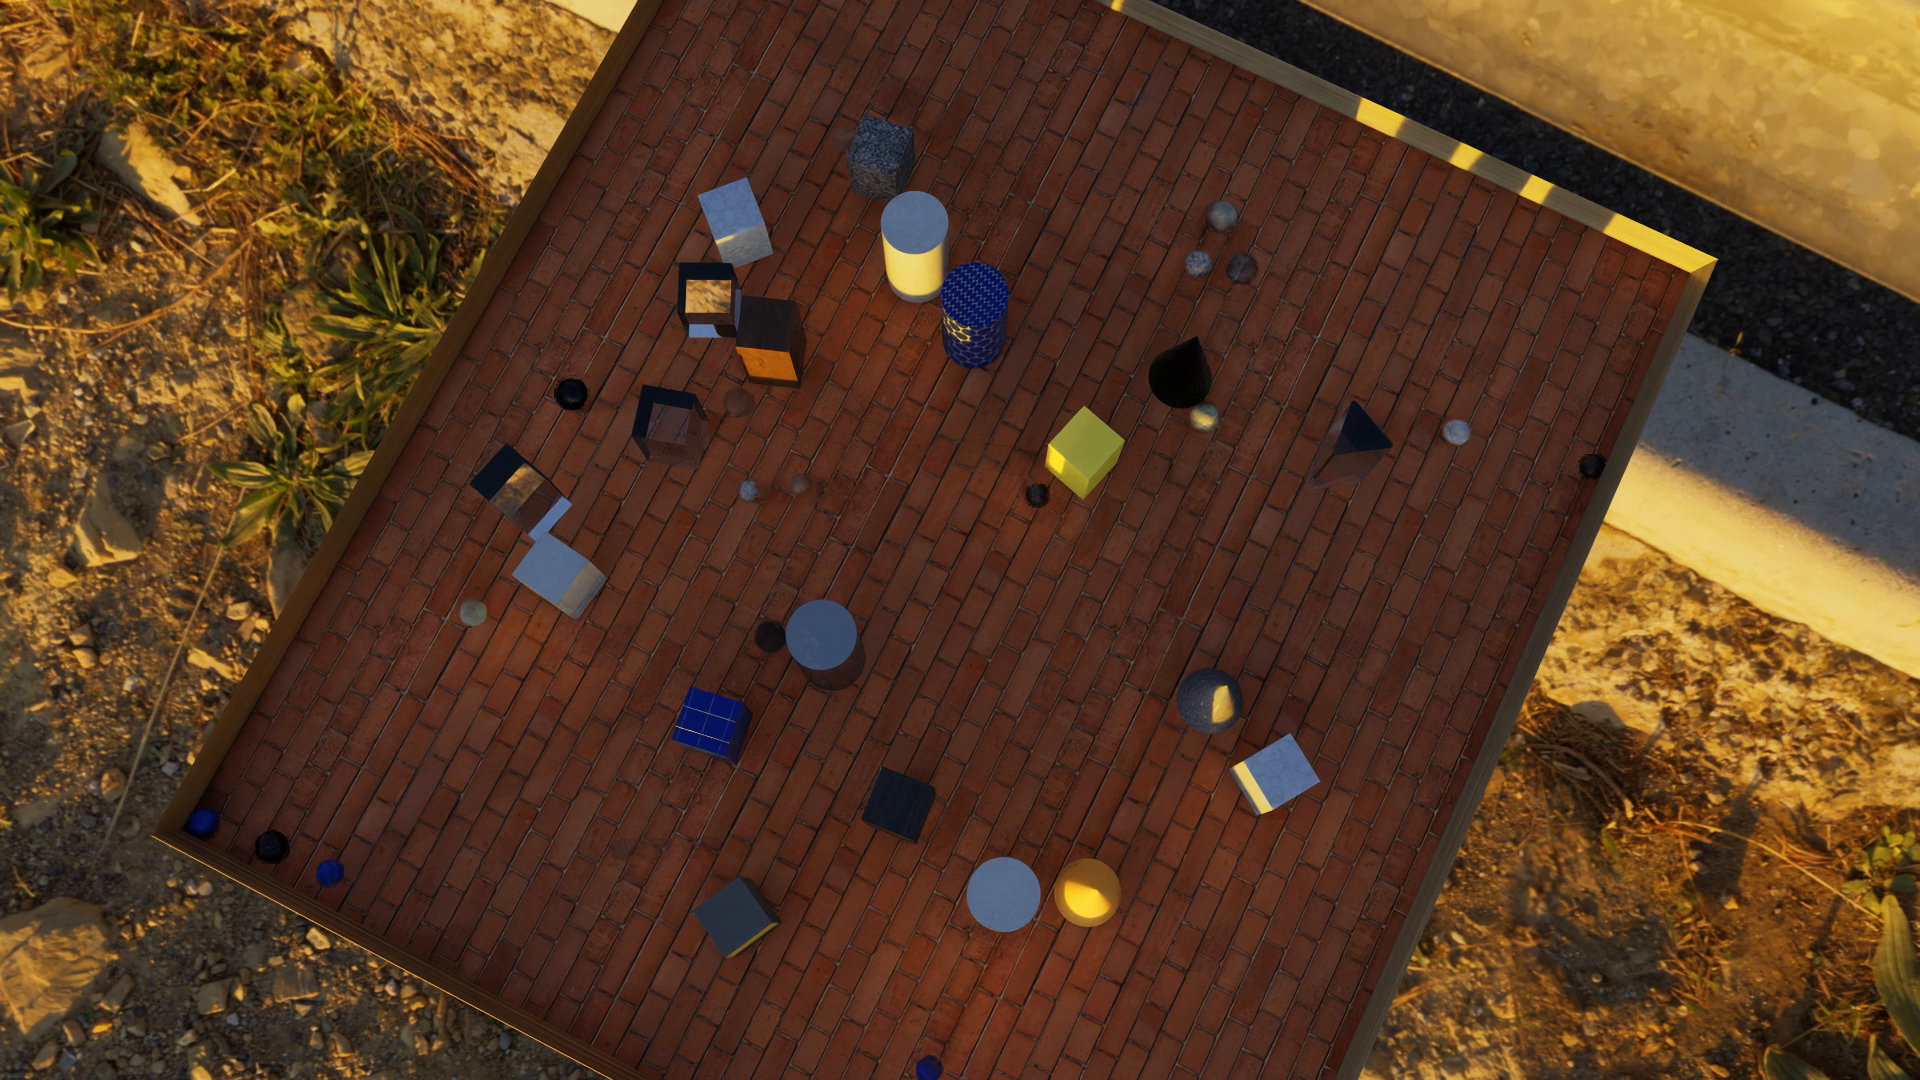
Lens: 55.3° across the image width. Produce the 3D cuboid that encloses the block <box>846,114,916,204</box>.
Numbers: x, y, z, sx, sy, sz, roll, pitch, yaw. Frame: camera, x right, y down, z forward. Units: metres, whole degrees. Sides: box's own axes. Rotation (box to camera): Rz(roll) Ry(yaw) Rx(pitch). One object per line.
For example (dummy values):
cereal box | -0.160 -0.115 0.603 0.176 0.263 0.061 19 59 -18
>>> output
block | -0.245 -1.186 5.735 0.159 0.249 0.159 20 79 4

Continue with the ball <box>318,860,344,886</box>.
ball | -1.846 0.975 5.376 0.075 0.075 0.075 0 78 0

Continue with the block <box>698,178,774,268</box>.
block | -0.694 -0.977 5.684 0.159 0.263 0.159 -21 79 -4

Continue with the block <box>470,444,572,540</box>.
block | -1.304 -0.136 5.463 0.159 0.357 0.159 39 81 7

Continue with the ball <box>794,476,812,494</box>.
ball | -0.484 -0.169 5.623 0.057 0.057 0.057 0 78 0

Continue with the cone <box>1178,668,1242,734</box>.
cone | 0.752 0.447 5.337 0.199 0.366 0.199 0 78 0

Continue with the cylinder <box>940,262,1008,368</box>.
cylinder | 0.044 -0.674 5.547 0.199 0.411 0.199 0 78 0

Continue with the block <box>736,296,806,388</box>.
block | -0.569 -0.596 5.550 0.159 0.372 0.159 6 78 1

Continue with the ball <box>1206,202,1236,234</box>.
ball | 0.823 -1.017 5.776 0.099 0.099 0.099 0 78 0

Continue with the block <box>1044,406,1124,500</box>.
block | 0.373 -0.260 5.532 0.159 0.271 0.159 41 81 8

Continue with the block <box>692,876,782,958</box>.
block | -0.633 1.079 5.241 0.159 0.298 0.159 -36 81 -7

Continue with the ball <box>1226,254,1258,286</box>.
ball | 0.883 -0.847 5.743 0.096 0.096 0.096 0 78 0

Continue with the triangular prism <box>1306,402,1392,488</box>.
triangular prism | 1.141 -0.285 5.457 0.172 0.428 0.149 -8 78 -2

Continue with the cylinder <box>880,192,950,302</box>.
cylinder | -0.133 -0.887 5.583 0.199 0.426 0.199 0 78 0

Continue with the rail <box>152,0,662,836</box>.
rail | -1.502 -0.729 5.701 0.045 0.129 3.673 26 80 5

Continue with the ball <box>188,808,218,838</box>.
ball | -2.230 0.833 5.402 0.083 0.083 0.083 0 78 0

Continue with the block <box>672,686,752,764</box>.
block | -0.721 0.545 5.362 0.159 0.278 0.159 17 79 3

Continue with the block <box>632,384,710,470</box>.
block | -0.871 -0.337 5.531 0.159 0.305 0.159 10 78 2

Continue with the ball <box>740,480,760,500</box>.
ball | -0.643 -0.151 5.617 0.061 0.061 0.061 0 78 0

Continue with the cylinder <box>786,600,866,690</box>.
cylinder | -0.385 0.310 5.313 0.199 0.468 0.199 0 78 0

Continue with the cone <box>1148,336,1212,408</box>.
cone | 0.688 -0.549 5.515 0.199 0.421 0.199 0 78 0

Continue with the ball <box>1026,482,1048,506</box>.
ball | 0.235 -0.140 5.610 0.070 0.070 0.070 0 78 0

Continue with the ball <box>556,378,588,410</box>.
ball | -1.198 -0.453 5.661 0.097 0.097 0.097 0 78 0

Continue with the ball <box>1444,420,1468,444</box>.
ball | 1.528 -0.332 5.646 0.077 0.077 0.077 0 78 0

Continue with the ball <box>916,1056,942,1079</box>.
ball | -0.087 1.519 5.264 0.075 0.075 0.075 0 78 0

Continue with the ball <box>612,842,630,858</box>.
ball | -0.999 0.914 5.403 0.047 0.047 0.047 0 78 0

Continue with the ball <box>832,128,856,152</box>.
ball | -0.369 -1.276 5.844 0.073 0.073 0.073 0 78 0

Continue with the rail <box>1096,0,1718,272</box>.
rail | 0.811 -1.581 5.877 3.406 0.129 0.045 26 80 5

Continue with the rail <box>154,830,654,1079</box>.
rail | -0.811 1.595 5.220 3.406 0.129 0.045 26 80 5

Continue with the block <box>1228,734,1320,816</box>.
block | 0.911 0.684 5.330 0.159 0.283 0.159 -30 80 -6

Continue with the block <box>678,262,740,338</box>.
block | -0.771 -0.737 5.646 0.159 0.240 0.159 0 78 0

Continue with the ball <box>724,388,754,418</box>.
ball | -0.683 -0.423 5.659 0.088 0.088 0.088 0 78 0

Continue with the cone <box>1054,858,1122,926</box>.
cone | 0.376 0.998 5.205 0.199 0.402 0.199 0 78 0

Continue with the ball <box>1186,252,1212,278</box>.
ball | 0.749 -0.865 5.753 0.083 0.083 0.083 0 78 0

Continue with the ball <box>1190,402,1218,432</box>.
ball | 0.753 -0.379 5.650 0.088 0.088 0.088 0 78 0

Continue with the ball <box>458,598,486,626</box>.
ball | -1.470 0.216 5.530 0.082 0.082 0.082 0 78 0

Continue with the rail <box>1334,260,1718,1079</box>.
rail | 1.502 0.742 5.396 0.045 0.129 3.673 26 80 5

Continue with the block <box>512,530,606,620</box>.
block | -1.186 0.109 5.445 0.159 0.291 0.159 33 80 6

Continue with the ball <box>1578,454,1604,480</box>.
ball | 1.939 -0.224 5.624 0.076 0.076 0.076 0 78 0

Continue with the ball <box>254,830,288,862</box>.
ball | -2.022 0.900 5.383 0.093 0.093 0.093 0 78 0

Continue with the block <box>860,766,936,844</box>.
block | -0.174 0.770 5.295 0.159 0.318 0.159 21 79 4

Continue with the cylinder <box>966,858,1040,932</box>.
cylinder | 0.118 1.002 5.165 0.199 0.478 0.199 0 78 0

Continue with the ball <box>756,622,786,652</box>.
ball | -0.569 0.292 5.509 0.092 0.092 0.092 0 78 0
